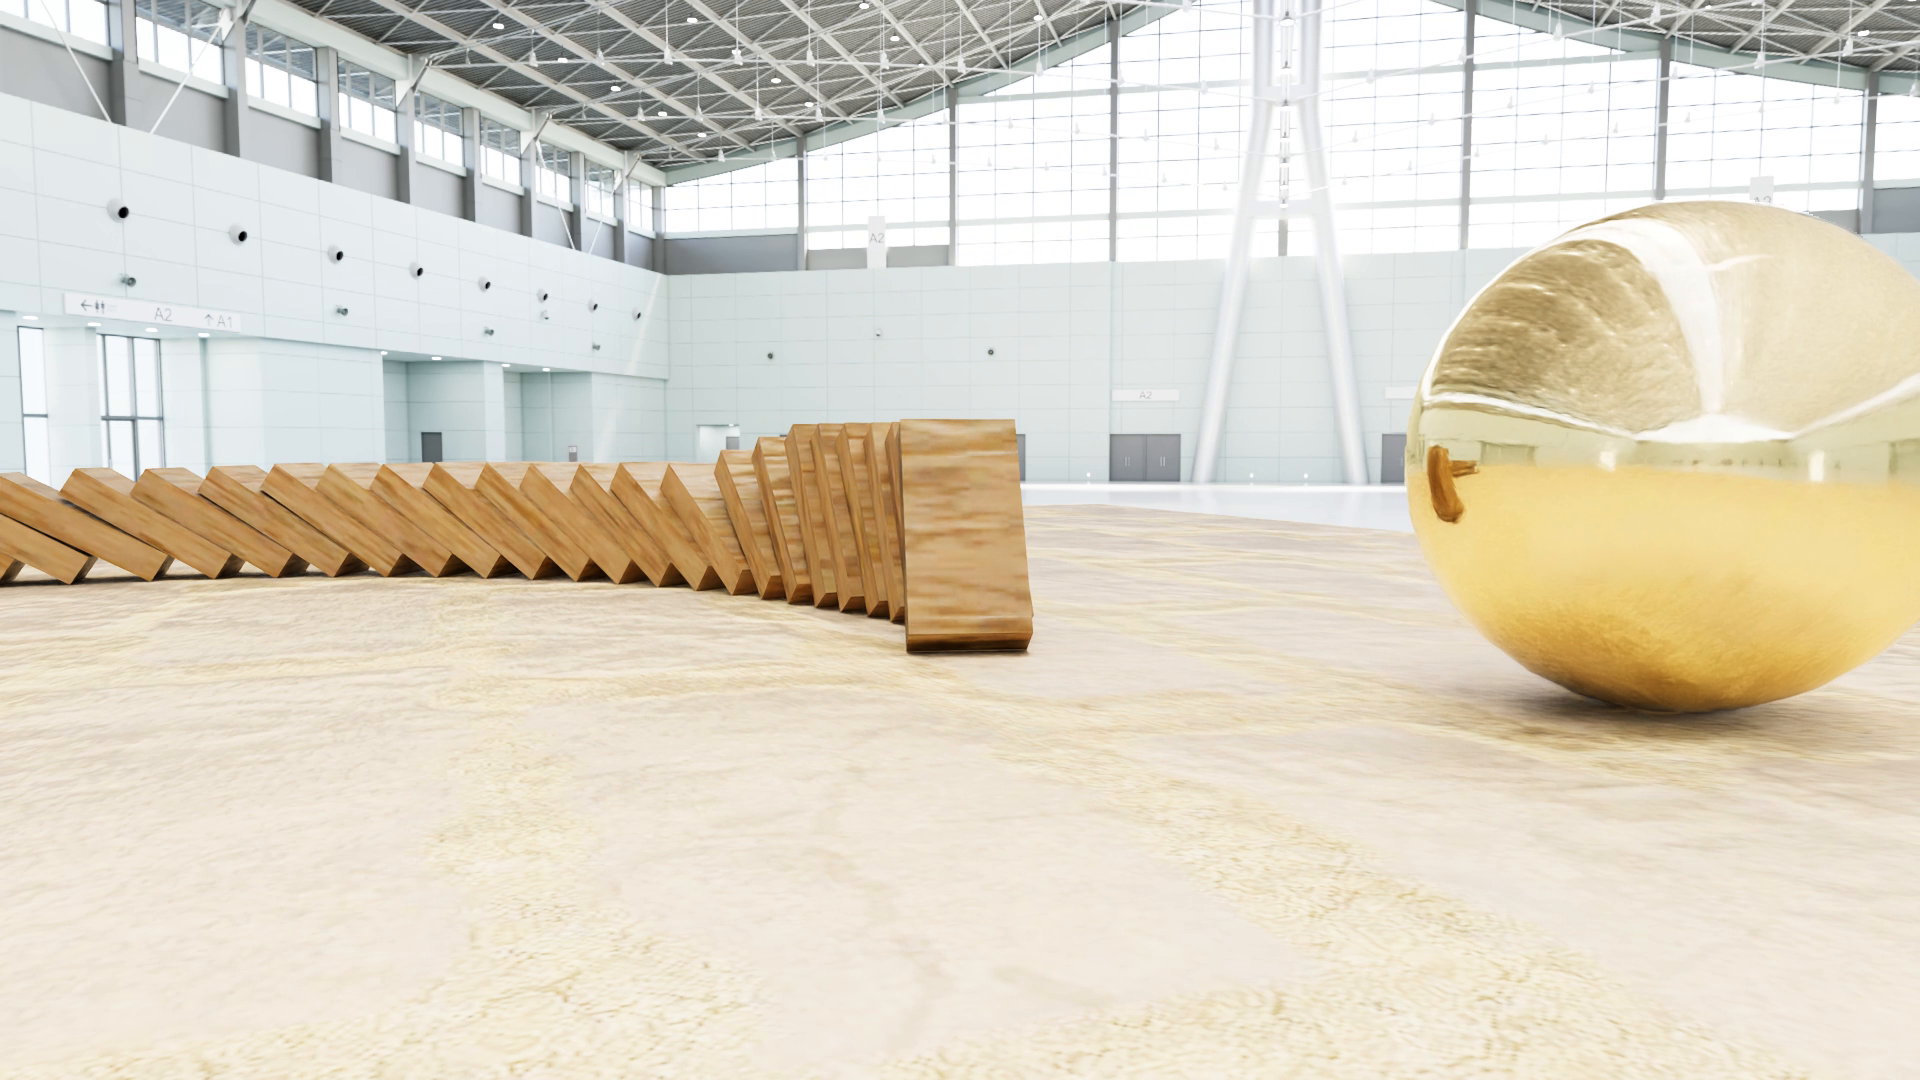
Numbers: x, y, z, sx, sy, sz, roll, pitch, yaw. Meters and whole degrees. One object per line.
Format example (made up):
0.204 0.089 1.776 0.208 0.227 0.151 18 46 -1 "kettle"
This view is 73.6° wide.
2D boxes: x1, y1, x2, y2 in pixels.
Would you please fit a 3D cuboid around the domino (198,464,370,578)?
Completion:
-0.218 -0.007 0.419 0.050 0.009 0.025 33 3 -3 "domino"

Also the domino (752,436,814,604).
-0.040 -0.006 0.356 0.025 0.050 0.009 -2 -35 -26 "domino"

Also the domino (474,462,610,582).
-0.129 -0.007 0.412 0.050 0.009 0.025 39 19 17 "domino"

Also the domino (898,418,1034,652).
0.000 -0.002 0.271 0.025 0.050 0.009 0 -26 -6 "domino"

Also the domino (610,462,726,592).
-0.082 -0.005 0.389 0.025 0.009 0.050 -5 43 -50 "domino"

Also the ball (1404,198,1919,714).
0.113 -0.013 0.204 0.080 0.080 0.080 0 4 0 "ball"

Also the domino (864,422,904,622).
-0.007 -0.005 0.316 0.025 0.050 0.009 -1 -26 -19 "domino"

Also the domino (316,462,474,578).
-0.182 -0.007 0.421 0.050 0.009 0.025 35 8 5 "domino"

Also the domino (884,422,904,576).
-0.002 -0.004 0.306 0.025 0.050 0.009 -1 -26 -16 "domino"

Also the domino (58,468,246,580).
-0.255 -0.006 0.408 0.050 0.009 0.025 33 -4 -14 "domino"

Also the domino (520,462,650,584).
-0.113 -0.006 0.406 0.050 0.010 0.025 40 21 20 "domino"

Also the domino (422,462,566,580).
-0.147 -0.007 0.417 0.050 0.010 0.025 38 14 12 "domino"

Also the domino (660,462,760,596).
-0.066 -0.004 0.380 0.025 0.009 0.050 -4 41 -41 "domino"

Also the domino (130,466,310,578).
-0.236 -0.006 0.415 0.050 0.009 0.025 32 0 -8 "domino"

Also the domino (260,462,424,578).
-0.199 -0.007 0.421 0.050 0.010 0.025 35 6 1 "domino"

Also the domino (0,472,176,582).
-0.272 -0.004 0.399 0.050 0.009 0.025 32 -8 -22 "domino"

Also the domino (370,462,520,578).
-0.164 -0.007 0.419 0.050 0.009 0.025 36 11 8 "domino"

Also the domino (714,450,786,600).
-0.051 -0.005 0.368 0.025 0.009 0.050 -2 47 -31 "domino"

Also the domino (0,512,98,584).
-0.290 -0.004 0.389 0.050 0.009 0.025 34 -11 -24 "domino"

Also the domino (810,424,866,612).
-0.022 -0.007 0.335 0.025 0.050 0.009 -2 -26 -24 "domino"

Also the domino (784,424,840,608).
-0.030 -0.007 0.344 0.025 0.050 0.010 -2 -26 -25 "domino"

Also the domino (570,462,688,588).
-0.096 -0.006 0.399 0.050 0.009 0.025 43 27 26 "domino"

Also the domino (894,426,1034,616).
0.000 -0.003 0.294 0.025 0.050 0.010 -1 -26 -13 "domino"

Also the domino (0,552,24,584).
-0.306 -0.004 0.380 0.050 0.009 0.025 34 -11 -23 "domino"

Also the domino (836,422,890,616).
-0.015 -0.006 0.326 0.025 0.050 0.009 -2 -26 -24 "domino"
